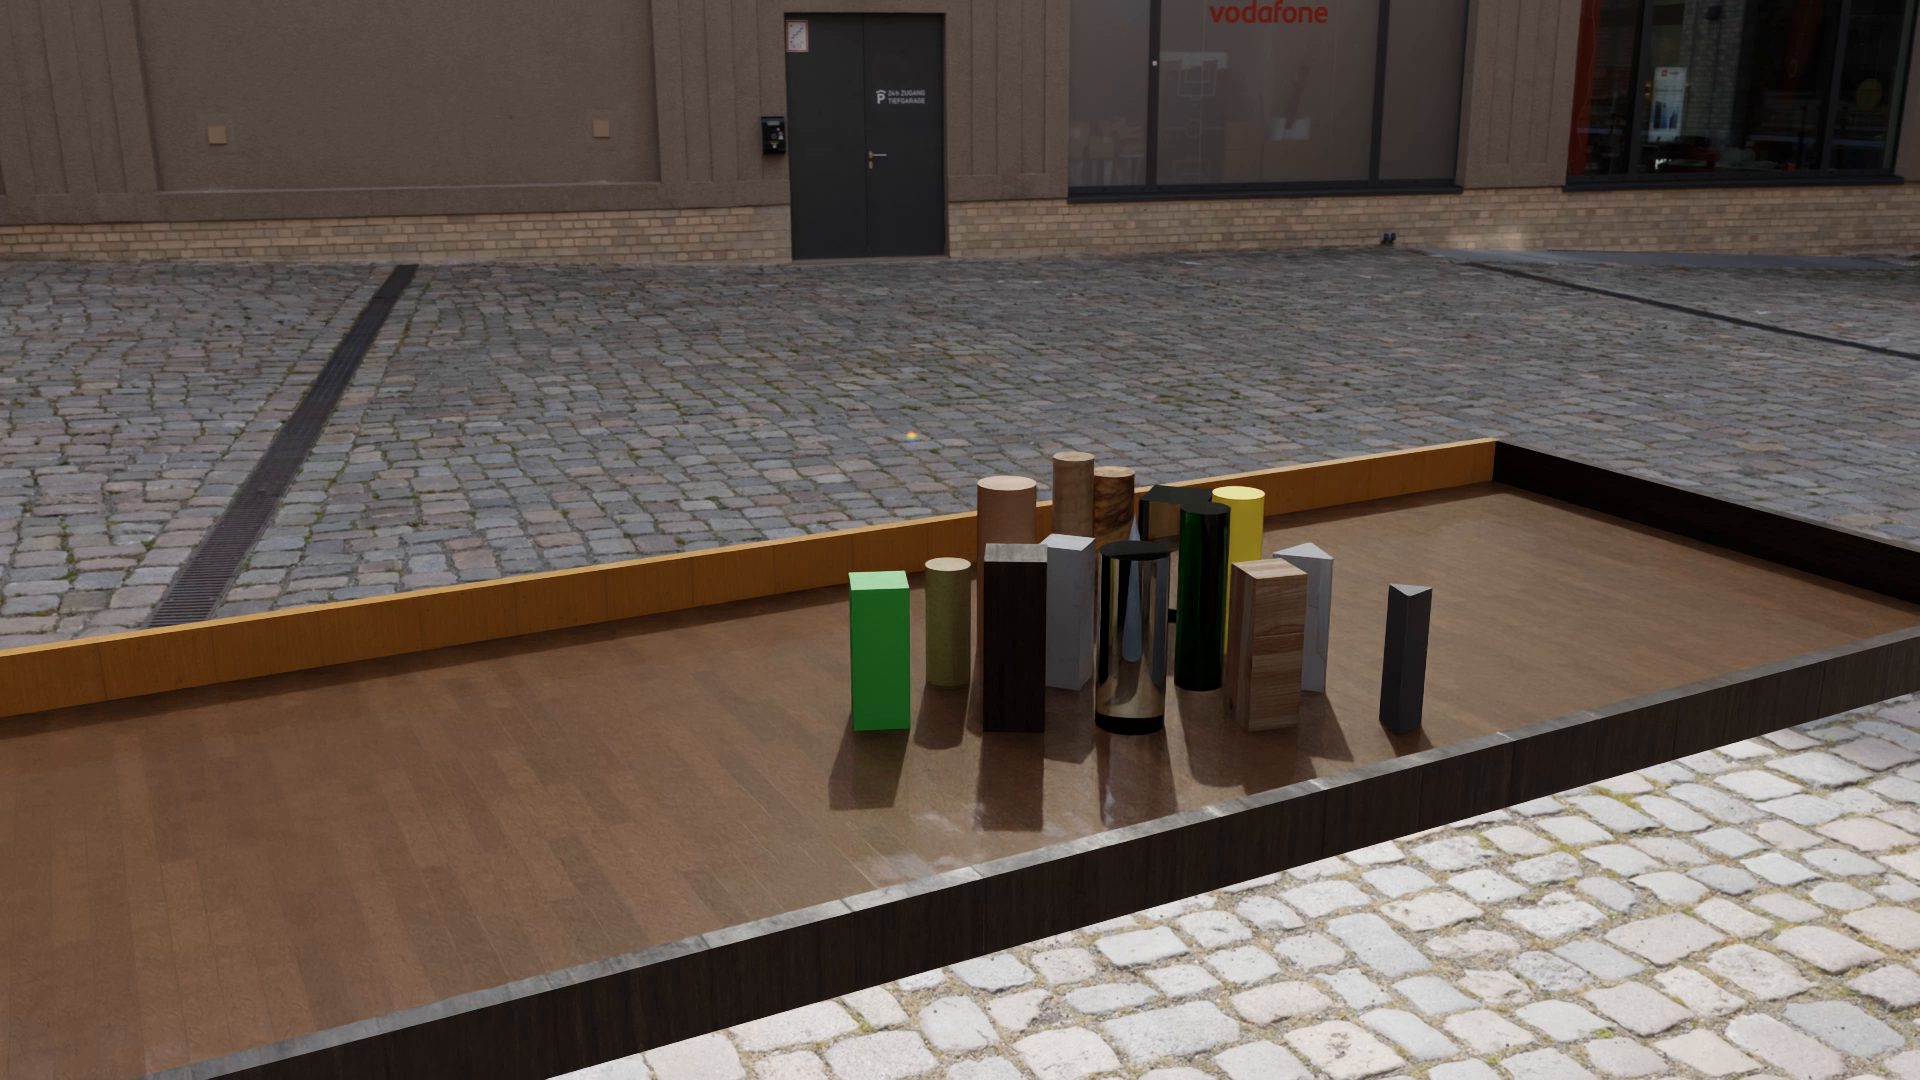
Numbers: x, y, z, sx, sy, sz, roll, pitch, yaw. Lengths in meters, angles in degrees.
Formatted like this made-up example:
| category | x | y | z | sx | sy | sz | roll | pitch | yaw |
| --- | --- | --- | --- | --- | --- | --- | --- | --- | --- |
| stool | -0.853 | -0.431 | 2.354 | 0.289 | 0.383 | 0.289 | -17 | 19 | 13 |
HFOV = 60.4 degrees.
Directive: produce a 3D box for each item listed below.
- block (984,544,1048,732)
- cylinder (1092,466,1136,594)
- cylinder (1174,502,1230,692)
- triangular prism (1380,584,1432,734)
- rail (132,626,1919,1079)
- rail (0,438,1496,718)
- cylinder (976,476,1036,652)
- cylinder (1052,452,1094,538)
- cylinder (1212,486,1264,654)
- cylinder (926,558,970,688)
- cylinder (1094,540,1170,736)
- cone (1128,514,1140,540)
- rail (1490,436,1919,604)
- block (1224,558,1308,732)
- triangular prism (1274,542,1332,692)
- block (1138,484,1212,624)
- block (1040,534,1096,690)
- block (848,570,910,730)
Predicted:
| category | x | y | z | sx | sy | sz | roll | pitch | yaw |
| --- | --- | --- | --- | --- | --- | --- | --- | --- | --- |
| block | 0.129 | 0.228 | 3.844 | 0.143 | 0.415 | 0.143 | 1 | 16 | 3 |
| cylinder | 0.439 | -0.027 | 4.815 | 0.132 | 0.356 | 0.132 | 0 | 16 | 0 |
| cylinder | 0.597 | 0.139 | 4.075 | 0.121 | 0.454 | 0.121 | 0 | 16 | 0 |
| triangular prism | 1.021 | 0.271 | 3.832 | 0.094 | 0.338 | 0.082 | -14 | 22 | -40 |
| rail | -2.336 | 1.006 | 1.665 | 12.000 | 0.150 | 0.050 | -9 | 18 | -27 |
| rail | -3.305 | 0.497 | 3.399 | 12.000 | 0.150 | 0.050 | -9 | 18 | -27 |
| cylinder | 0.121 | 0.067 | 4.330 | 0.153 | 0.449 | 0.153 | 0 | 16 | 0 |
| cylinder | 0.313 | -0.015 | 4.606 | 0.114 | 0.450 | 0.114 | 0 | 16 | 0 |
| cylinder | 0.722 | 0.080 | 4.336 | 0.134 | 0.421 | 0.134 | 0 | 16 | 0 |
| cylinder | -0.030 | 0.207 | 4.108 | 0.113 | 0.307 | 0.113 | 0 | 16 | 0 |
| cylinder | 0.400 | 0.226 | 3.835 | 0.164 | 0.422 | 0.164 | 0 | 16 | 0 |
| cone | 0.458 | 0.104 | 4.361 | 0.164 | 0.361 | 0.164 | 0 | 16 | 0 |
| rail | 2.466 | -0.048 | 5.253 | 0.050 | 0.150 | 2.100 | -9 | 18 | -27 |
| block | 0.714 | 0.245 | 3.860 | 0.130 | 0.374 | 0.130 | -5 | 17 | -16 |
| triangular prism | 0.853 | 0.187 | 4.108 | 0.144 | 0.343 | 0.124 | 6 | 17 | 19 |
| block | 0.605 | 0.040 | 4.610 | 0.178 | 0.343 | 0.178 | 6 | 17 | 20 |
| block | 0.262 | 0.178 | 4.106 | 0.114 | 0.362 | 0.114 | 6 | 18 | 20 |
| block | -0.188 | 0.258 | 3.863 | 0.132 | 0.345 | 0.132 | -2 | 16 | -6 |
